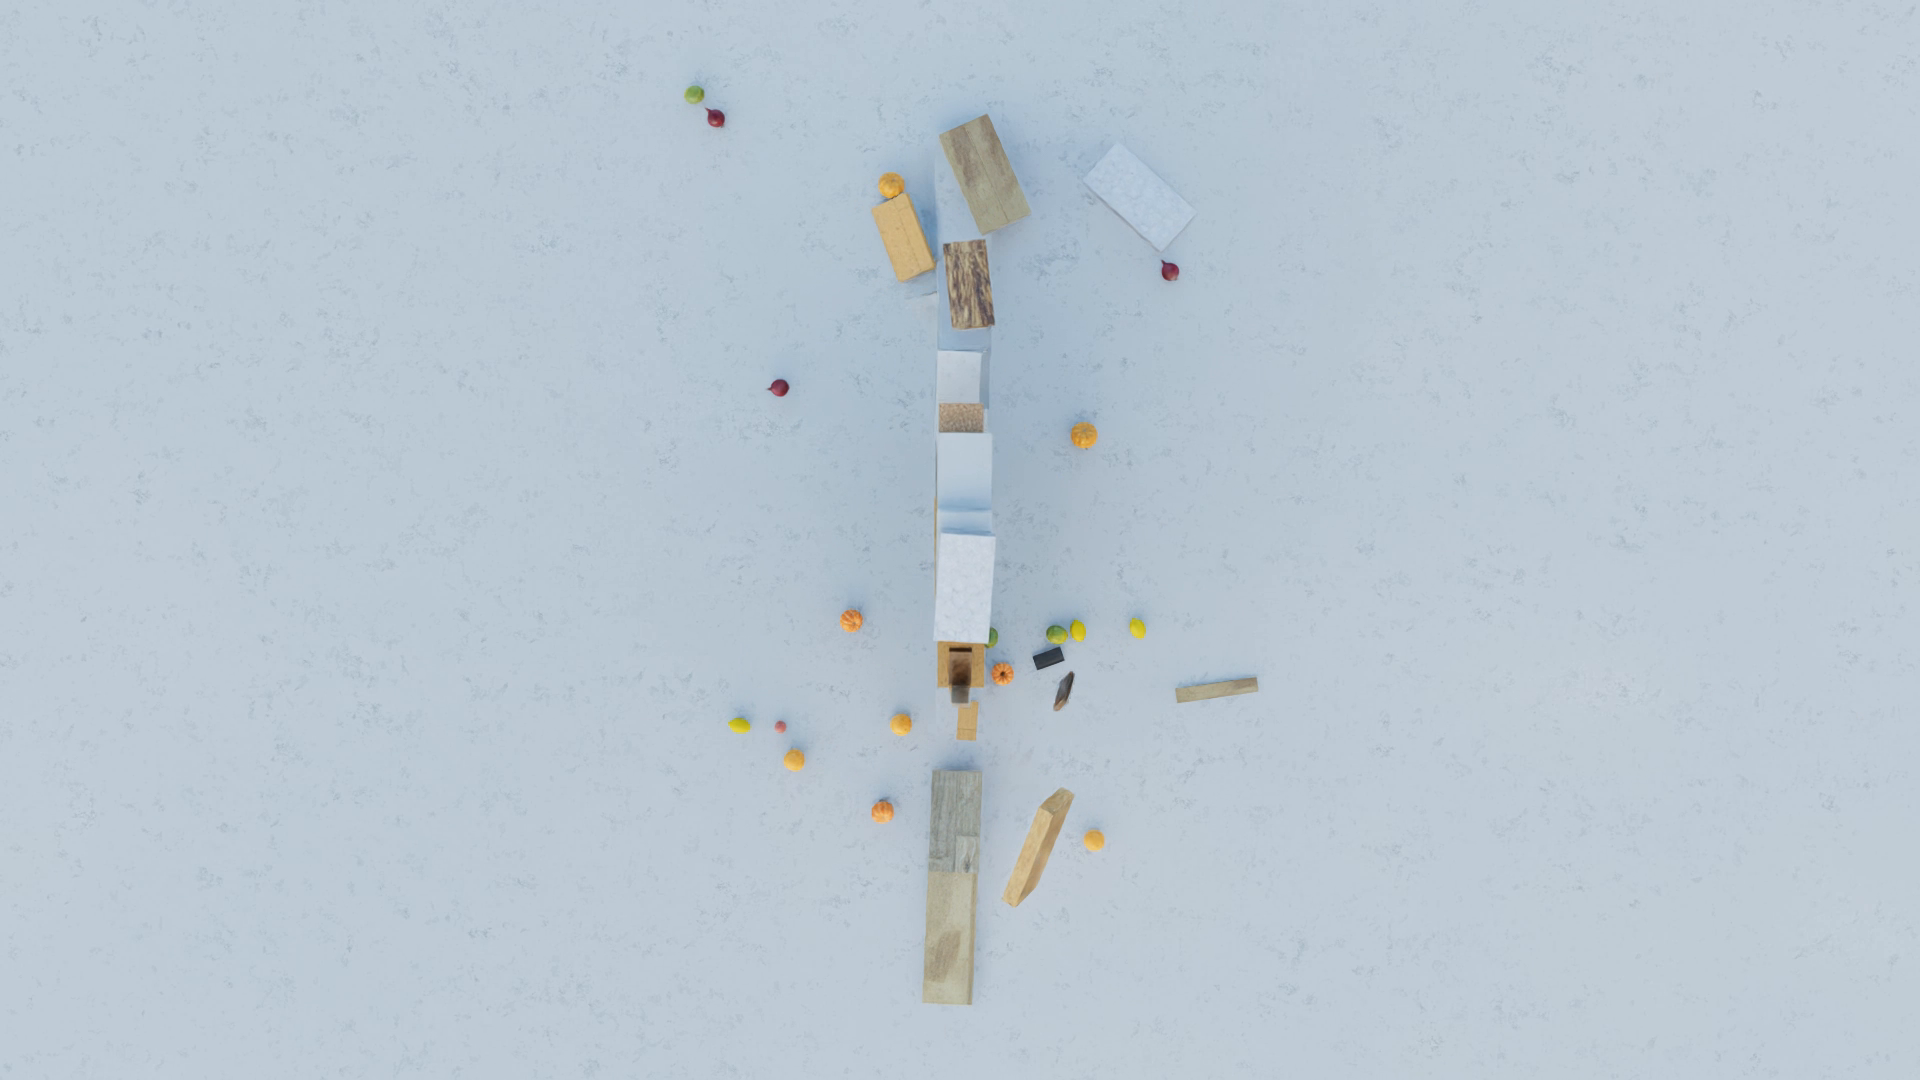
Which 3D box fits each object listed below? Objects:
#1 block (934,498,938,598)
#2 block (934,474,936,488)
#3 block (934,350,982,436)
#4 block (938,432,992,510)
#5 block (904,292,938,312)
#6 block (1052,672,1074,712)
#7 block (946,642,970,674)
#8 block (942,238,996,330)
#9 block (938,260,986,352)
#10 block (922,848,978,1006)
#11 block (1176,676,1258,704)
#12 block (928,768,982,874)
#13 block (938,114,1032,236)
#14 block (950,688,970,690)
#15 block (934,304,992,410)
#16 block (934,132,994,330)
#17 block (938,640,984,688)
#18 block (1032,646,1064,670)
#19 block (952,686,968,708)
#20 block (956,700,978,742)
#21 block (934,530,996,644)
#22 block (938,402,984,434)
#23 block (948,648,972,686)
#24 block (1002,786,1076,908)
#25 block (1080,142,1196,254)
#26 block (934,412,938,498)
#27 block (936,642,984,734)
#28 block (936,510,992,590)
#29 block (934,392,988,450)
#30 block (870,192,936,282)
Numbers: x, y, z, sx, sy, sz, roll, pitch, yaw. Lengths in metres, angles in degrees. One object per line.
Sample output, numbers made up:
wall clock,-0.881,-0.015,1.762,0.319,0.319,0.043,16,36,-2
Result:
block,-0.002,0.024,5.168,0.155,0.044,0.311,0,90,0
block,-0.001,-0.186,5.344,0.156,0.311,0.044,0,90,0
block,-0.007,-0.422,4.764,0.123,0.035,0.247,3,100,-1
block,0.013,-0.143,4.524,0.148,0.042,0.297,1,89,0
block,-0.108,-0.773,5.319,0.131,0.262,0.037,-11,100,1
block,0.326,0.476,5.180,0.017,0.062,0.123,30,45,-10
block,-0.005,0.334,4.803,0.067,0.019,0.133,0,131,0
block,0.026,-0.735,4.745,0.123,0.035,0.247,-6,89,0
block,0.005,-0.679,4.780,0.131,0.037,0.262,-3,89,1
block,-0.028,1.206,5.477,0.166,0.047,0.658,2,90,0
block,0.855,0.500,5.493,0.273,0.014,0.049,-8,90,0
block,-0.015,0.925,5.430,0.166,0.047,0.331,2,90,0
block,0.081,-1.200,5.425,0.177,0.050,0.354,-24,90,0
block,-0.003,0.440,5.109,0.062,0.123,0.017,0,68,0
block,0.010,-0.541,4.817,0.157,0.044,0.314,2,88,0
block,0.013,-1.025,5.475,0.177,0.050,0.653,-2,90,0
block,0.003,0.297,4.873,0.138,0.039,0.276,0,90,0
block,0.295,0.395,5.493,0.098,0.014,0.049,-20,90,0
block,0.000,0.456,4.809,0.049,0.098,0.014,2,117,-1
block,0.023,0.565,5.160,0.062,0.017,0.123,4,90,0
block,0.013,0.128,4.462,0.149,0.042,0.297,4,102,-1
block,0.002,-0.254,4.564,0.123,0.035,0.247,1,89,0
block,0.000,0.369,4.804,0.067,0.019,0.133,1,129,0
block,0.227,0.889,4.777,0.047,0.166,0.331,27,113,18
block,0.594,-1.136,5.475,0.354,0.050,0.177,42,90,0
block,0.000,-0.290,5.166,0.156,0.044,0.311,0,90,0
block,-0.001,0.463,5.190,0.145,0.041,0.290,-1,90,0
block,0.010,0.067,4.492,0.149,0.042,0.297,1,102,0
block,0.005,-0.359,4.989,0.157,0.314,0.044,-1,69,0
block,-0.186,-0.999,5.460,0.131,0.037,0.262,-22,88,16
